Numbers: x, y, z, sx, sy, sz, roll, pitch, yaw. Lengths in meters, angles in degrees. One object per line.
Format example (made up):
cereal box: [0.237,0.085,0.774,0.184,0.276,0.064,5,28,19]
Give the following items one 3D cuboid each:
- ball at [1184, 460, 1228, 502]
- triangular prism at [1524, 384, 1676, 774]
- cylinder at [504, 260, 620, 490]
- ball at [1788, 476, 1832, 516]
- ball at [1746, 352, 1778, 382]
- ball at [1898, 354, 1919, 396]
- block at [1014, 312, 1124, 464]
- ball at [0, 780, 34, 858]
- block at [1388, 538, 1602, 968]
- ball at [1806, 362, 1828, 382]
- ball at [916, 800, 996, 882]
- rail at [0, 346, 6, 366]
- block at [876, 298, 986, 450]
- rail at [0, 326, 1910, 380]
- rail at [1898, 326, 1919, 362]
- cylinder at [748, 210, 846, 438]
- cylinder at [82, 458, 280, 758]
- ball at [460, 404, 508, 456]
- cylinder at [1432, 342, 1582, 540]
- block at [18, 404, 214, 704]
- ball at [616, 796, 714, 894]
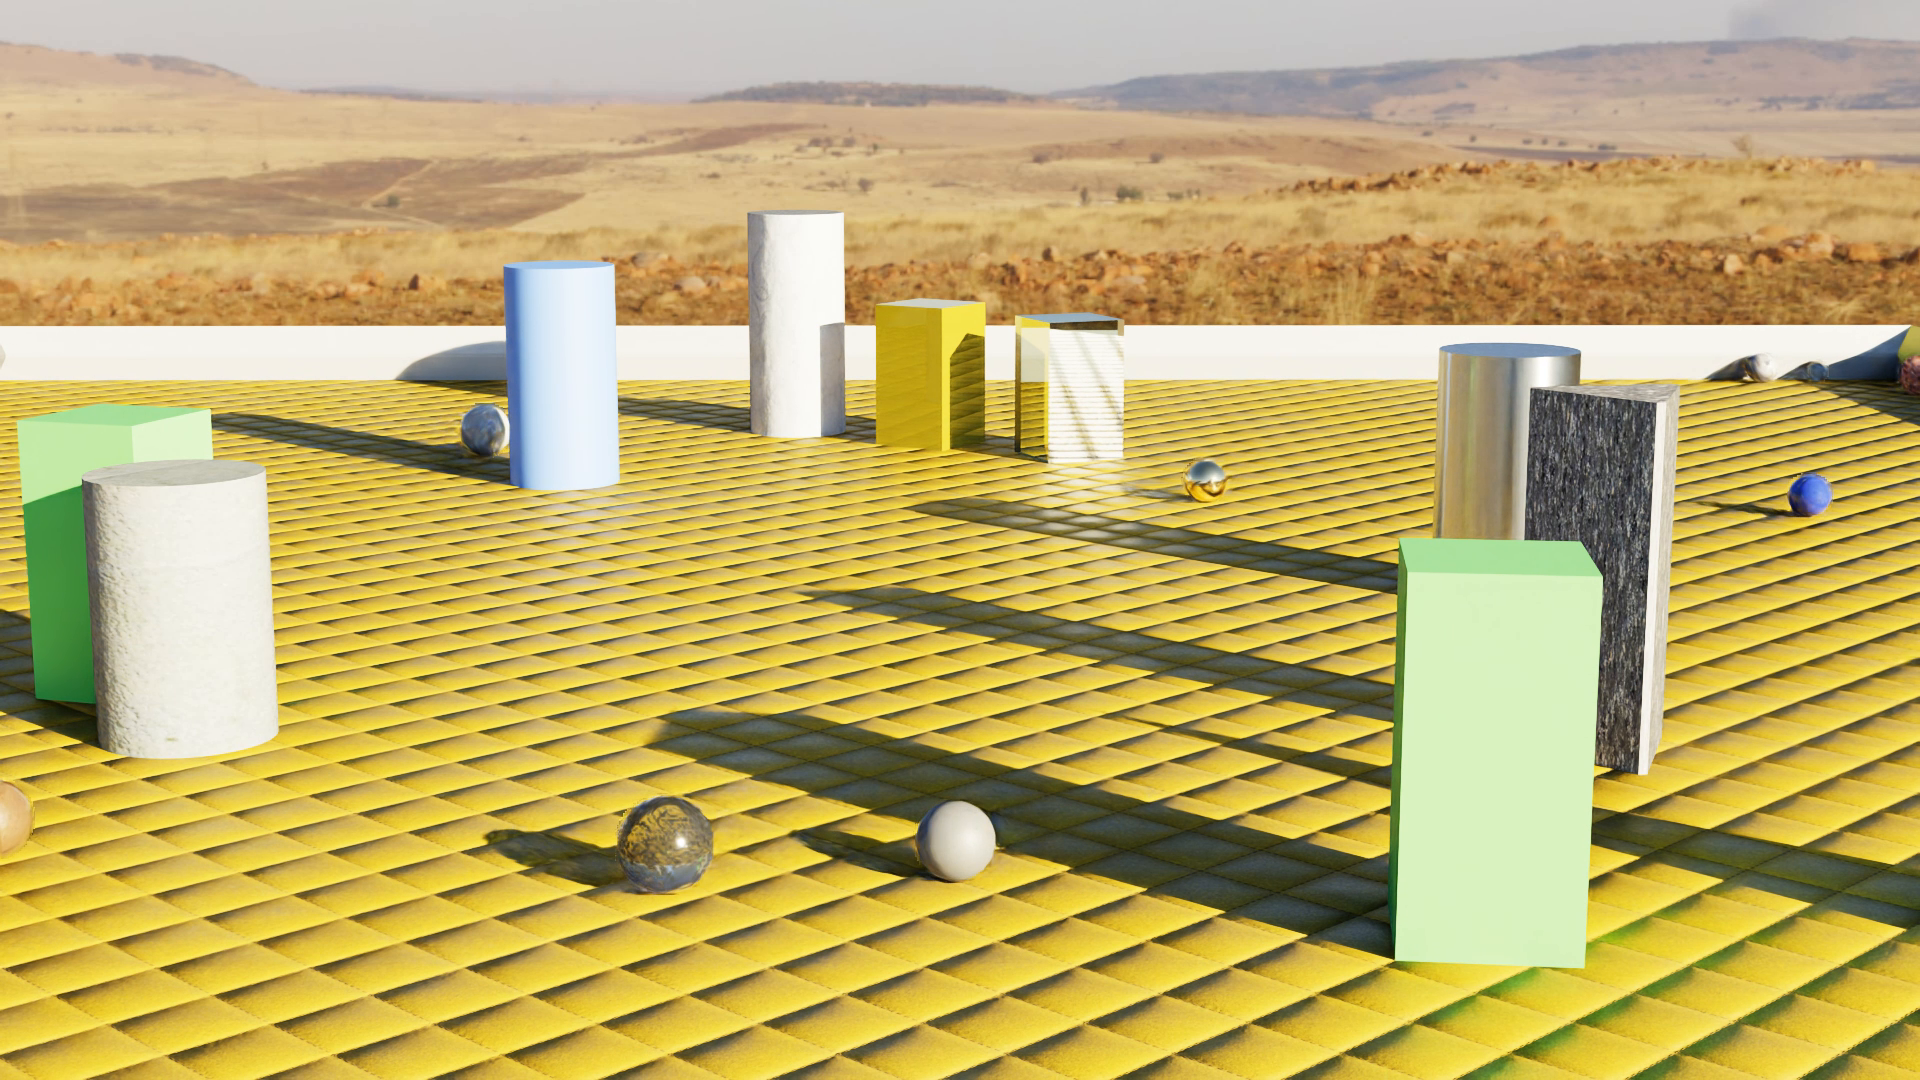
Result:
ball: [0.411,-0.098,4.295,0.071,0.071,0.071,0,11,0]
triangular prism: [0.710,0.033,2.728,0.143,0.388,0.165,-9,14,-39]
cylinder: [-0.695,-0.290,4.482,0.190,0.380,0.190,0,11,0]
ball: [1.378,-0.071,4.163,0.067,0.067,0.067,0,11,0]
ball: [1.843,-0.396,5.900,0.069,0.069,0.069,0,11,0]
ball: [2.120,-0.364,5.664,0.092,0.092,0.092,0,11,0]
block: [0.203,-0.286,4.792,0.152,0.259,0.152,-4,11,-23]
ball: [-0.896,0.258,2.371,0.075,0.075,0.075,0,11,0]
block: [0.442,0.173,2.143,0.152,0.325,0.152,1,11,7]
ball: [1.978,-0.389,5.924,0.047,0.047,0.047,0,11,0]
ball: [-0.004,0.271,2.311,0.072,0.072,0.072,0,11,0]
rail: [-2.201,0.034,3.437,0.045,0.124,5.095,0,11,0]
block: [-0.056,-0.321,4.948,0.152,0.271,0.152,7,13,32]
rail: [-0.015,-0.430,5.931,4.449,0.124,0.045,0,11,0]
rail: [2.201,0.029,3.462,0.045,0.124,5.095,0,11,0]
cylinder: [-0.324,-0.433,5.099,0.190,0.435,0.190,0,11,0]
cylinder: [-0.845,0.071,2.785,0.190,0.292,0.190,0,11,0]
ball: [-0.888,-0.205,4.806,0.095,0.095,0.095,0,11,0]
cylinder: [0.748,-0.091,3.520,0.190,0.341,0.190,0,11,0]
block: [-0.976,0.015,2.994,0.152,0.325,0.152,3,11,17]
ball: [-0.261,0.270,2.275,0.087,0.087,0.087,0,11,0]
